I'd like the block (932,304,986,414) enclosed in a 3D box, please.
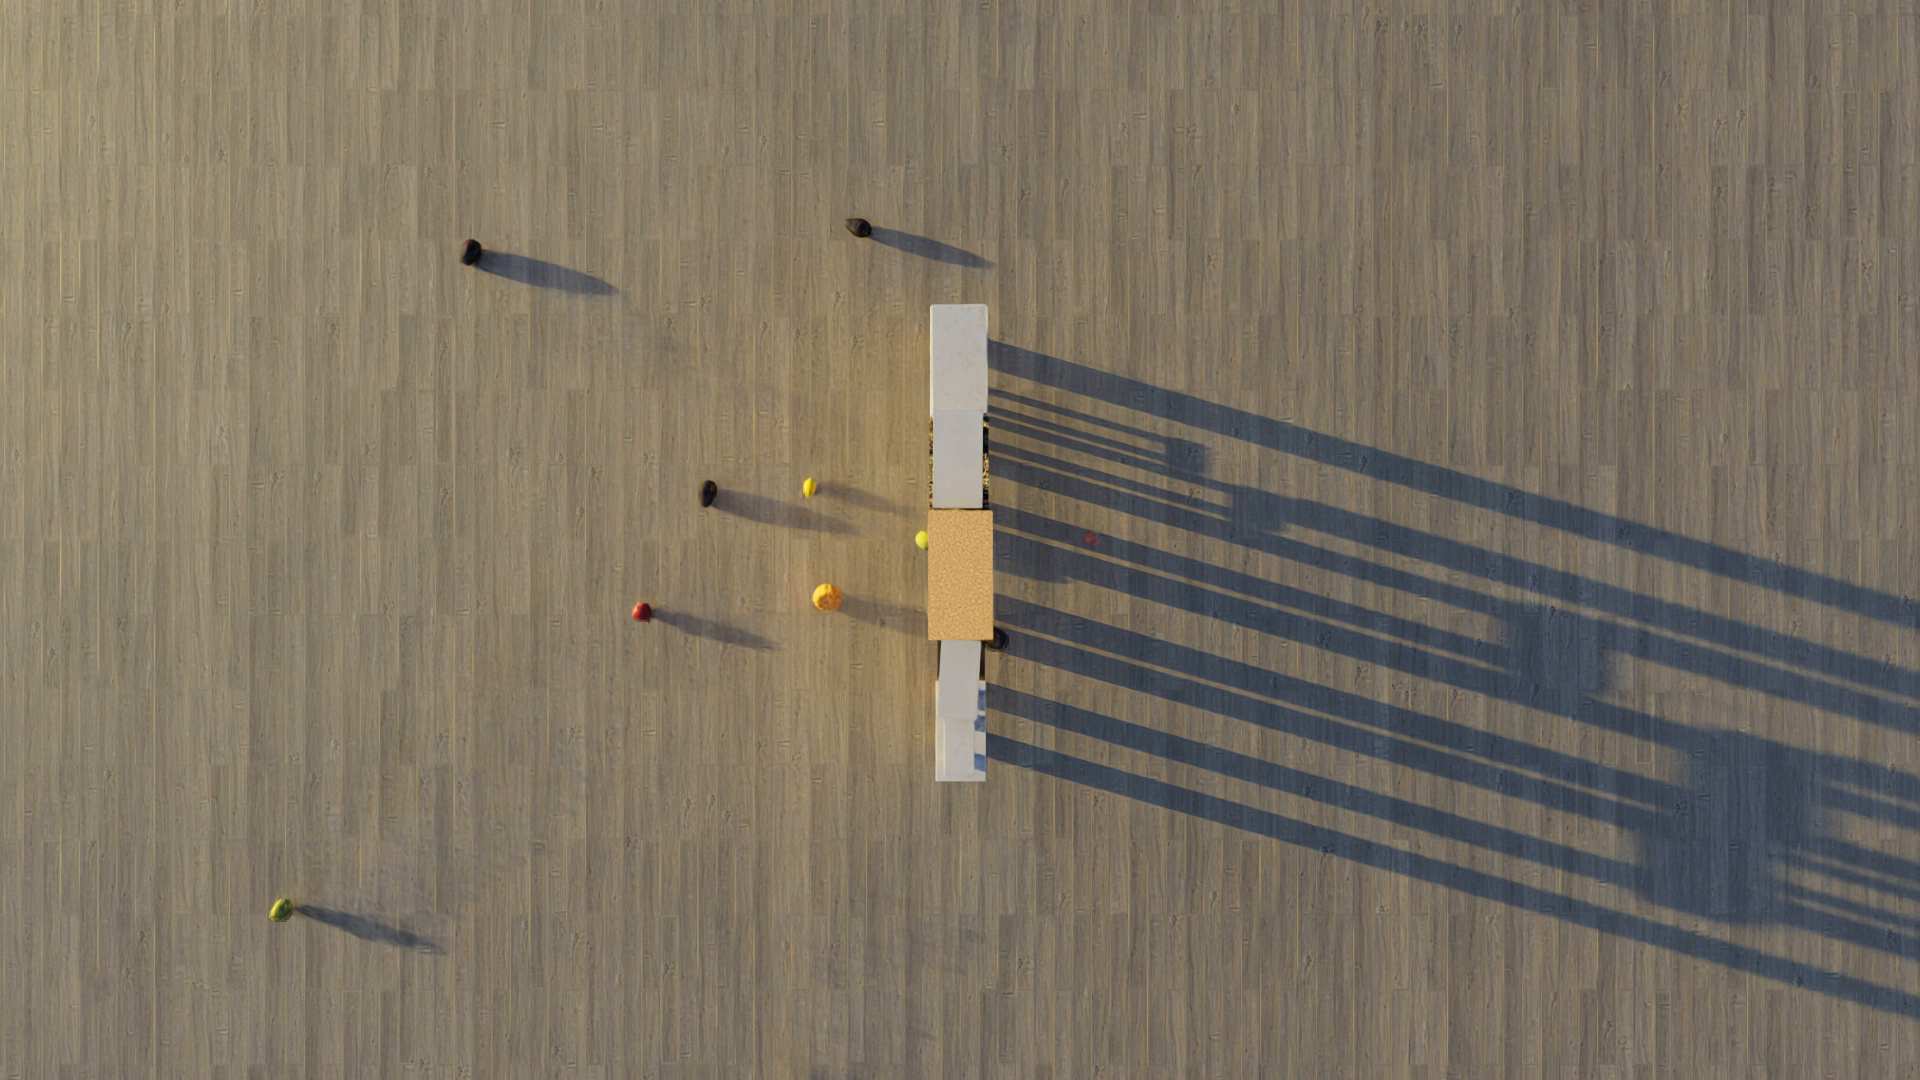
[{"bbox_3d":[-0.002,-0.508,4.642,0.152,0.043,0.304,0,90,0],"label":"block"}]

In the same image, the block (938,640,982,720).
[{"bbox_3d":[-0.002,0.387,4.592,0.110,0.031,0.221,3,90,0],"label":"block"}]

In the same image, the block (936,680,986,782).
[{"bbox_3d":[0.003,0.561,4.849,0.146,0.041,0.292,0,90,0],"label":"block"}]

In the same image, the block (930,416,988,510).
[{"bbox_3d":[-0.003,-0.184,4.772,0.171,0.048,0.342,0,90,0],"label":"block"}]

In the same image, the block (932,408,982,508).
[{"bbox_3d":[-0.006,-0.220,4.463,0.133,0.038,0.266,0,90,0],"label":"block"}]

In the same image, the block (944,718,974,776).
[{"bbox_3d":[-0.002,0.577,4.646,0.085,0.024,0.170,0,90,0],"label":"block"}]

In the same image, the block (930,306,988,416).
[{"bbox_3d":[-0.003,-0.531,4.992,0.173,0.049,0.347,0,90,0],"label":"block"}]

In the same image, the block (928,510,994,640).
[{"bbox_3d":[0.001,0.093,4.380,0.171,0.048,0.342,0,90,0],"label":"block"}]

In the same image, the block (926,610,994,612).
[{"bbox_3d":[0.003,0.200,4.622,0.171,0.434,0.048,-15,87,0],"label":"block"}]

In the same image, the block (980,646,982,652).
[{"bbox_3d":[0.005,0.302,4.797,0.110,0.380,0.031,15,90,0],"label":"block"}]

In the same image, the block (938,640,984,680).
[{"bbox_3d":[0.004,0.393,5.182,0.148,0.042,0.297,0,90,0],"label":"block"}]
